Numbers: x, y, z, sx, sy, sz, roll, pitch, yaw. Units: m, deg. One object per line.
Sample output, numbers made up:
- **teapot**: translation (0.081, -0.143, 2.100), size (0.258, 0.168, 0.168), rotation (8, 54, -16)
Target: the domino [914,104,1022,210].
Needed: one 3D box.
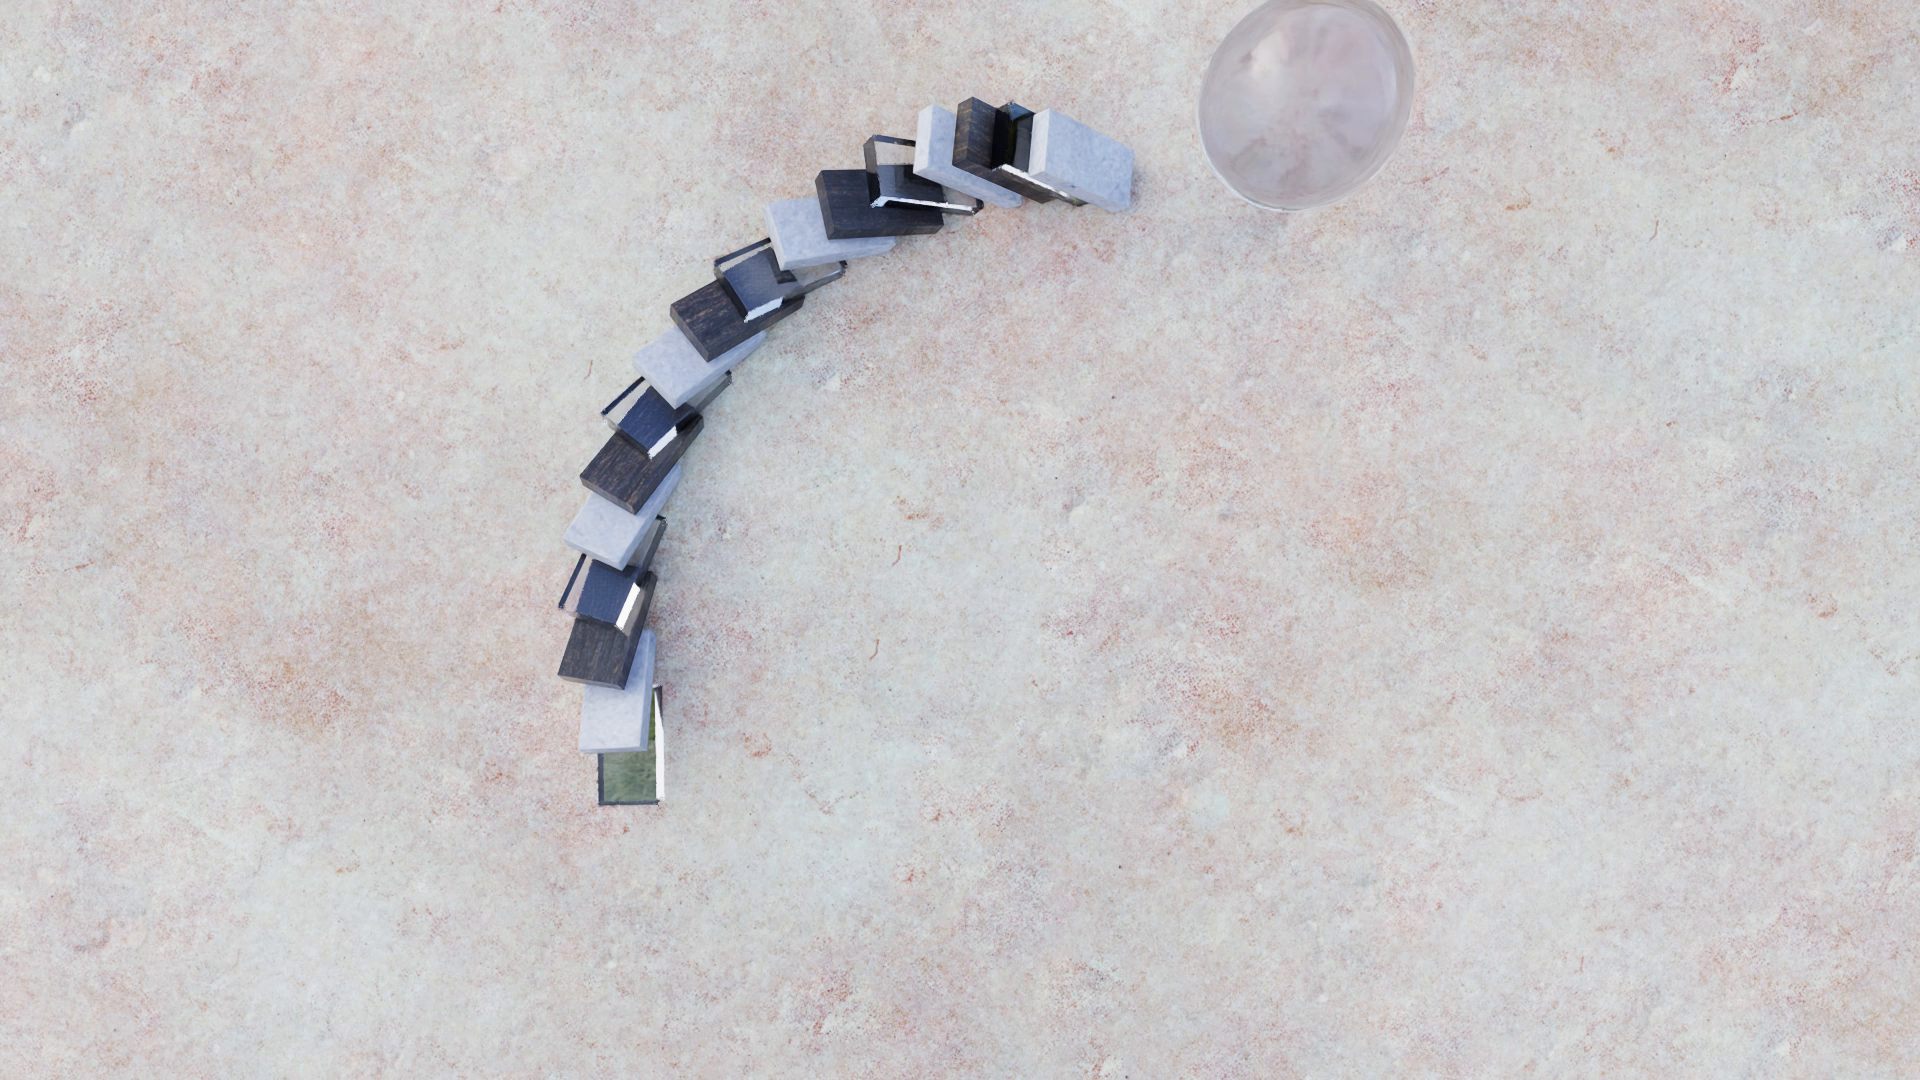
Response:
- **domino**: translation (0.005, -0.158, 0.381), size (0.050, 0.009, 0.025), rotation (5, 90, -38)

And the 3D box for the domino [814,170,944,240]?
- **domino**: translation (-0.033, -0.141, 0.385), size (0.050, 0.010, 0.025), rotation (-12, 90, -26)

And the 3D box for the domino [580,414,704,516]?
- **domino**: translation (-0.133, -0.038, 0.385), size (0.025, 0.009, 0.050), rotation (30, 65, 0)

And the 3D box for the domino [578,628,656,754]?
- **domino**: translation (-0.143, 0.063, 0.385), size (0.025, 0.010, 0.050), rotation (-3, 66, -1)

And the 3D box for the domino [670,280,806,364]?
- **domino**: translation (-0.093, -0.098, 0.385), size (0.050, 0.010, 0.025), rotation (-38, 90, -25)

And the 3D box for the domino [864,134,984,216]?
- **domino**: translation (-0.015, -0.152, 0.383), size (0.050, 0.010, 0.025), rotation (-7, 90, -33)

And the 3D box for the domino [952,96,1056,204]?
- **domino**: translation (0.020, -0.161, 0.381), size (0.050, 0.010, 0.025), rotation (6, 89, -38)

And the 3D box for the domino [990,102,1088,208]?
- **domino**: translation (0.036, -0.159, 0.381), size (0.050, 0.010, 0.025), rotation (5, 90, -38)

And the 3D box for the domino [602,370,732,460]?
- **domino**: translation (-0.123, -0.060, 0.385), size (0.025, 0.009, 0.050), rotation (39, 65, 0)

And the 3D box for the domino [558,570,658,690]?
- **domino**: translation (-0.148, 0.036, 0.386), size (0.025, 0.010, 0.050), rotation (9, 67, 0)

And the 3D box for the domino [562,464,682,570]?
- **domino**: translation (-0.141, -0.015, 0.386), size (0.025, 0.010, 0.050), rotation (25, 66, 0)

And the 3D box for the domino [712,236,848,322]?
- **domino**: translation (-0.075, -0.114, 0.385), size (0.050, 0.010, 0.025), rotation (-33, 90, -25)

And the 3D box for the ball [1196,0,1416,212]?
- **ball**: translation (0.134, -0.171, 0.360), size (0.080, 0.080, 0.080), rotation (0, 90, 0)

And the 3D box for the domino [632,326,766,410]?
- **domino**: translation (-0.109, -0.080, 0.385), size (0.025, 0.010, 0.050), rotation (45, 65, 0)

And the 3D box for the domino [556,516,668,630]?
- **domino**: translation (-0.146, 0.010, 0.386), size (0.025, 0.009, 0.050), rotation (16, 67, 0)

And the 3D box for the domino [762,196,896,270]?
- **domino**: translation (-0.055, -0.131, 0.385), size (0.050, 0.010, 0.025), rotation (-18, 90, -24)

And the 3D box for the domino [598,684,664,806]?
- **domino**: translation (-0.142, 0.088, 0.395), size (0.025, 0.010, 0.050), rotation (-1, 90, 0)

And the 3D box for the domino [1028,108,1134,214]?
- **domino**: translation (0.051, -0.157, 0.381), size (0.050, 0.010, 0.025), rotation (5, 90, -38)
